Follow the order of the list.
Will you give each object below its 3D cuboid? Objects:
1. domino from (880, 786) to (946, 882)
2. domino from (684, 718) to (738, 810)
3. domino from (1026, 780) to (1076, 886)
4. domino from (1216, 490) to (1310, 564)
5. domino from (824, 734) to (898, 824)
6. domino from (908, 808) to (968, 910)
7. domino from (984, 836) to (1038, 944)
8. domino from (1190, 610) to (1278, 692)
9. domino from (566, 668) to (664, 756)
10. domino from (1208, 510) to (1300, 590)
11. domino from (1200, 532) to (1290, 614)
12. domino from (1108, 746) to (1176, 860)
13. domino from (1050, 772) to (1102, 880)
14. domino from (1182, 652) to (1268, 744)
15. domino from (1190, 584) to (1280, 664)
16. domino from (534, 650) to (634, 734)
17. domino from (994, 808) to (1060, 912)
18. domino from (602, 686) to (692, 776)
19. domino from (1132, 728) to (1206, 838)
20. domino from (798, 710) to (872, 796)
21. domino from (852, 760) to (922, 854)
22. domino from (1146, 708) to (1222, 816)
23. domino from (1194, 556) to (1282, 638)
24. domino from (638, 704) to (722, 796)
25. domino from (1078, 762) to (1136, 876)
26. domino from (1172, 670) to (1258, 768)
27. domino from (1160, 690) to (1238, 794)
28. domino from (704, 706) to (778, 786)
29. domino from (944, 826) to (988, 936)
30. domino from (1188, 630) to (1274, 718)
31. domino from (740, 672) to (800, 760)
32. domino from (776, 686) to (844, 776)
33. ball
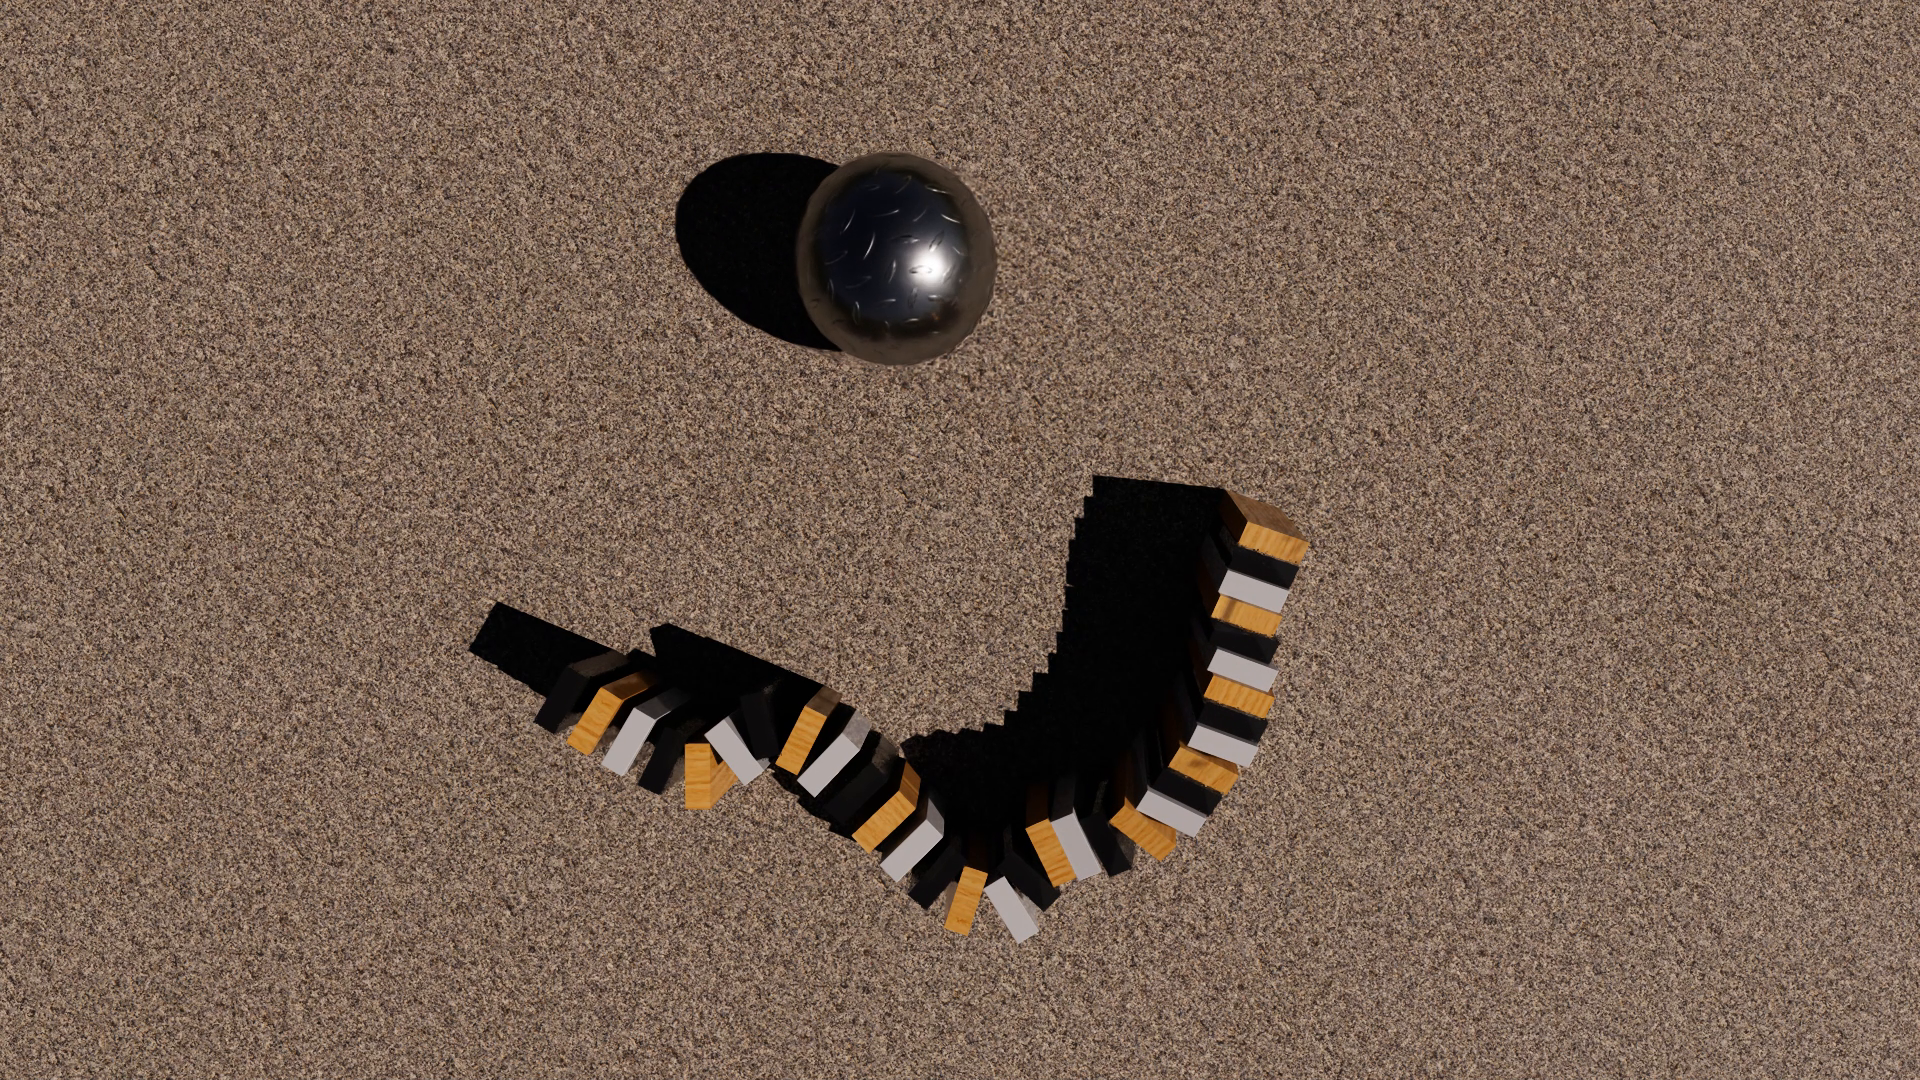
[{"bbox_3d":[-0.019,0.119,0.375,0.025,0.050,0.010,-44,90,0],"label":"domino"},{"bbox_3d":[-0.100,0.090,0.375,0.010,0.050,0.025,0,90,0],"label":"domino"},{"bbox_3d":[0.037,0.118,0.375,0.010,0.050,0.025,-26,90,6],"label":"domino"},{"bbox_3d":[0.123,-0.006,0.375,0.025,0.050,0.010,19,108,0],"label":"domino"},{"bbox_3d":[-0.040,0.097,0.375,0.025,0.050,0.009,-44,90,0],"label":"domino"},{"bbox_3d":[-0.008,0.129,0.375,0.010,0.050,0.025,40,90,1],"label":"domino"},{"bbox_3d":[0.020,0.141,0.375,0.009,0.050,0.025,-32,90,2],"label":"domino"},{"bbox_3d":[0.111,0.043,0.375,0.025,0.050,0.010,20,108,0],"label":"domino"},{"bbox_3d":[-0.140,0.069,0.375,0.010,0.050,0.025,32,90,0],"label":"domino"},{"bbox_3d":[0.119,0.003,0.375,0.025,0.050,0.009,19,108,0],"label":"domino"},{"bbox_3d":[0.115,0.012,0.375,0.025,0.050,0.010,19,108,0],"label":"domino"},{"bbox_3d":[0.075,0.106,0.375,0.025,0.050,0.010,38,109,0],"label":"domino"},{"bbox_3d":[0.048,0.115,0.375,0.010,0.050,0.025,-26,90,10],"label":"domino"},{"bbox_3d":[0.107,0.063,0.375,0.025,0.050,0.010,20,108,0],"label":"domino"},{"bbox_3d":[0.111,0.032,0.375,0.025,0.050,0.010,20,108,0],"label":"domino"},{"bbox_3d":[-0.153,0.061,0.375,0.010,0.050,0.025,31,90,0],"label":"domino"},{"bbox_3d":[0.027,0.130,0.375,0.025,0.050,0.009,43,92,0],"label":"domino"},{"bbox_3d":[-0.127,0.077,0.375,0.010,0.050,0.025,30,90,0],"label":"domino"},{"bbox_3d":[0.084,0.098,0.375,0.025,0.050,0.009,26,109,0],"label":"domino"},{"bbox_3d":[-0.050,0.086,0.375,0.009,0.050,0.025,44,90,0],"label":"domino"},{"bbox_3d":[-0.029,0.108,0.375,0.025,0.050,0.009,-43,90,0],"label":"domino"},{"bbox_3d":[0.090,0.090,0.375,0.025,0.050,0.009,26,109,0],"label":"domino"},{"bbox_3d":[0.112,0.022,0.375,0.025,0.050,0.010,19,108,0],"label":"domino"},{"bbox_3d":[-0.114,0.084,0.375,0.010,0.050,0.025,26,90,0],"label":"domino"},{"bbox_3d":[0.062,0.113,0.375,0.009,0.050,0.025,-29,90,17],"label":"domino"},{"bbox_3d":[0.103,0.072,0.375,0.025,0.050,0.009,20,108,0],"label":"domino"},{"bbox_3d":[0.097,0.081,0.375,0.025,0.050,0.010,26,109,0],"label":"domino"},{"bbox_3d":[-0.086,0.081,0.375,0.010,0.050,0.025,-38,90,0],"label":"domino"},{"bbox_3d":[0.003,0.138,0.375,0.009,0.050,0.025,18,90,1],"label":"domino"},{"bbox_3d":[0.110,0.053,0.375,0.025,0.050,0.010,20,108,0],"label":"domino"},{"bbox_3d":[-0.077,0.071,0.375,0.009,0.050,0.025,-15,90,0],"label":"domino"},{"bbox_3d":[-0.061,0.077,0.375,0.009,0.050,0.025,27,90,0],"label":"domino"},{"bbox_3d":[-0.025,-0.109,0.360,0.080,0.080,0.080,0,90,0],"label":"ball"}]
